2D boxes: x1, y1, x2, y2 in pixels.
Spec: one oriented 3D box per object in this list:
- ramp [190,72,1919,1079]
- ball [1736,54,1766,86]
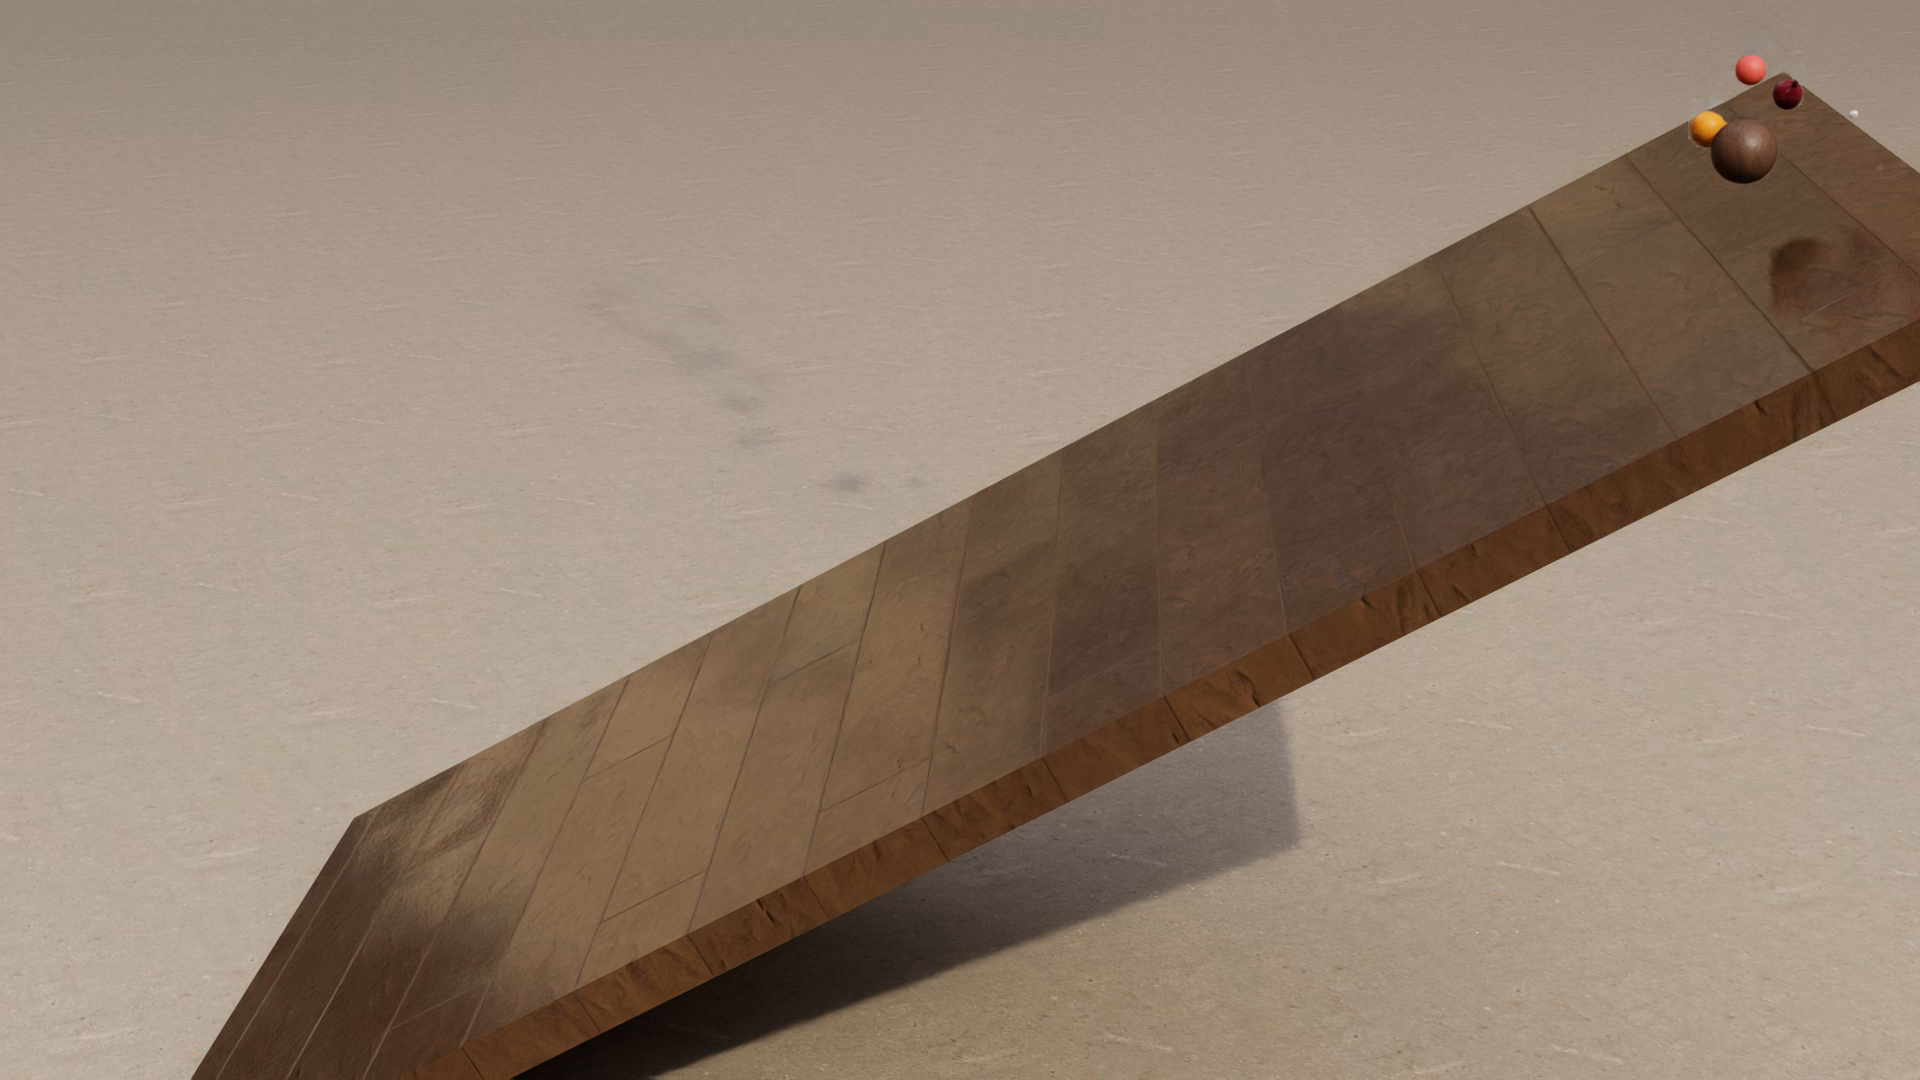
[{"bbox_3d":[0.142,0.167,6.283,4.000,0.100,2.000,-27,14,11],"label":"ramp"},{"bbox_3d":[1.585,-0.942,5.896,0.060,0.060,0.060,0,18,0],"label":"ball"}]
